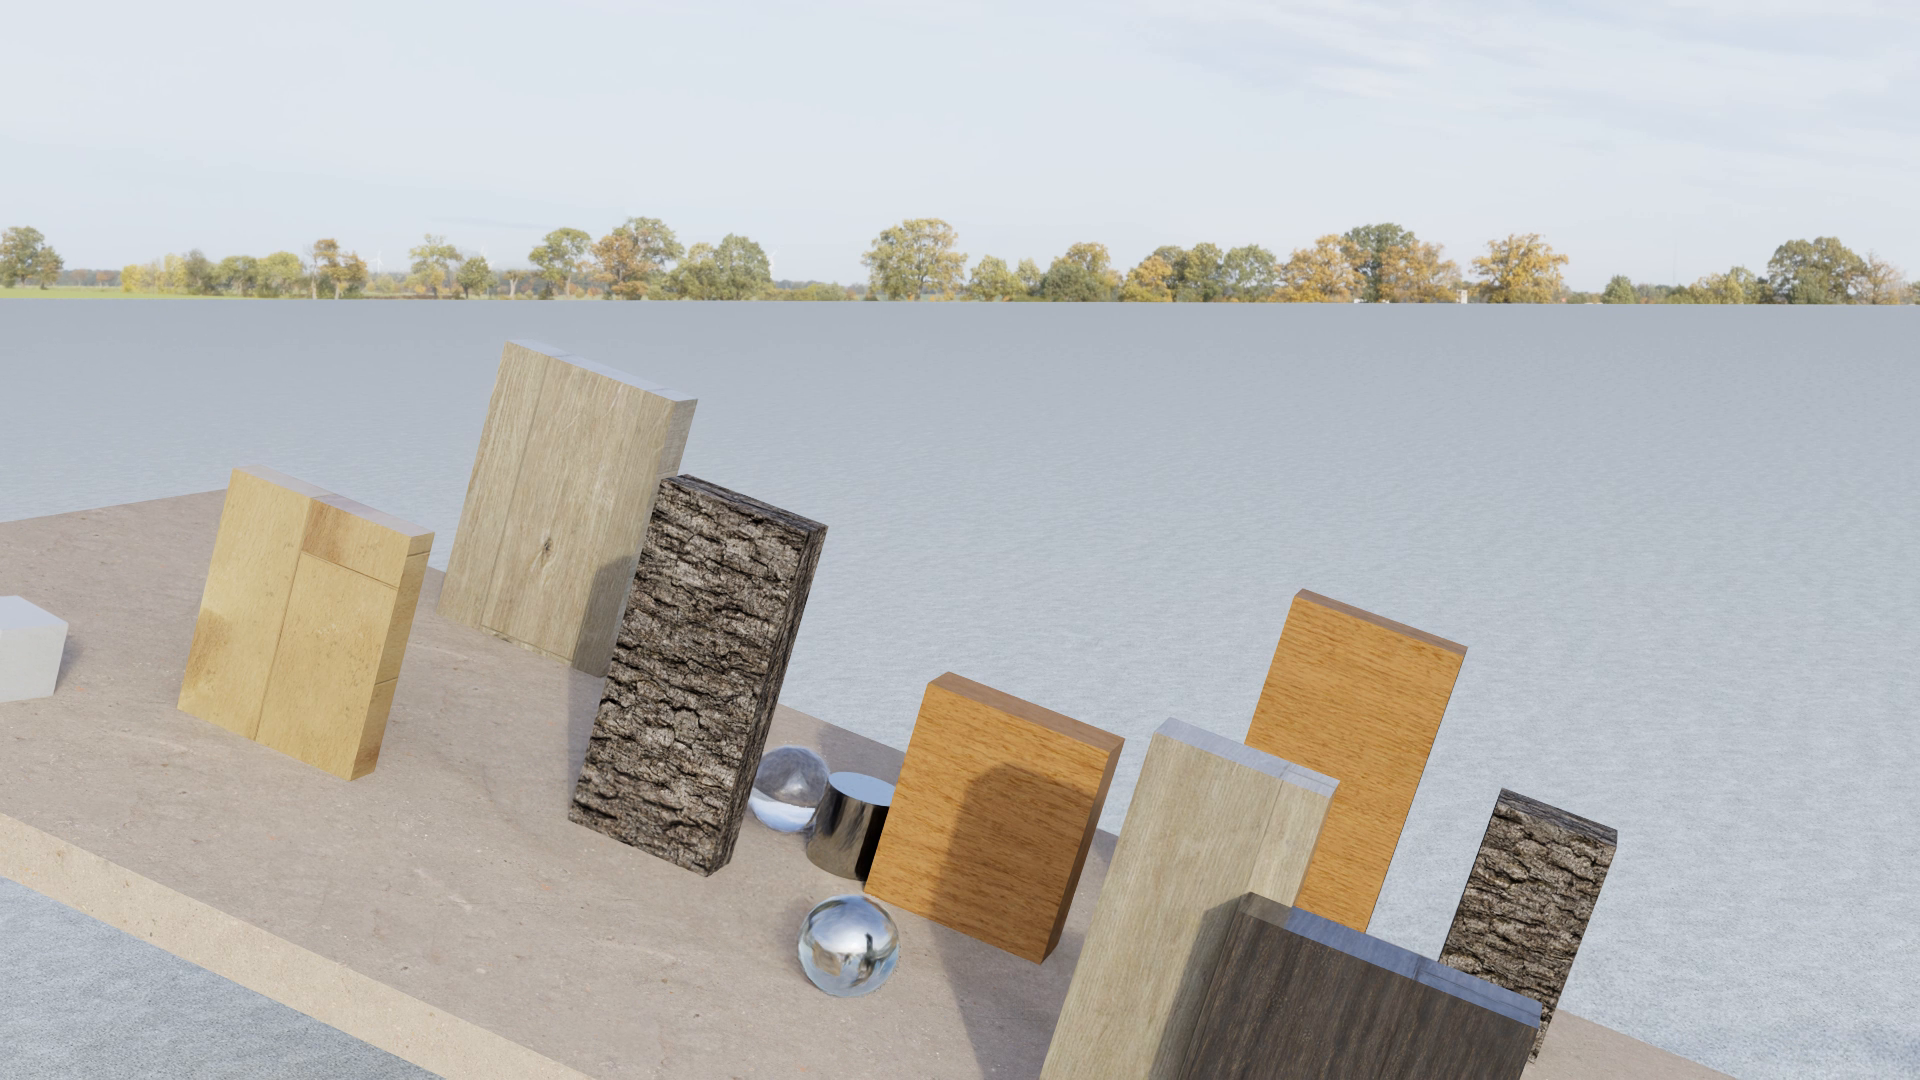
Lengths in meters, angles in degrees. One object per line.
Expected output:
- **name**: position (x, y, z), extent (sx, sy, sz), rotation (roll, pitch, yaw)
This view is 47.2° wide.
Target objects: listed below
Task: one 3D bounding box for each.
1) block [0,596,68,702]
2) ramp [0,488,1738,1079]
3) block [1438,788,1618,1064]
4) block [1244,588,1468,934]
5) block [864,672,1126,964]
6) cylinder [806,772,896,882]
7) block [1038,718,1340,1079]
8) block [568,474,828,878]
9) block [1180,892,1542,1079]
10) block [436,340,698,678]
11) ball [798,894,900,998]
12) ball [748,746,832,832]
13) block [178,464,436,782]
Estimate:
- **block**: position (-1.731, 0.197, 3.973), extent (0.142, 0.142, 0.142), rotation (23, 13, 25)
- **ramp**: position (-0.362, 0.690, 4.229), extent (4.000, 0.100, 2.000), rotation (20, 12, 14)
- **block**: position (1.138, 0.784, 4.487), extent (0.243, 0.481, 0.148), rotation (20, 12, 14)
- **block**: position (0.687, 0.527, 4.256), extent (0.332, 0.795, 0.108), rotation (20, 12, 14)
- **block**: position (0.065, 0.531, 4.234), extent (0.372, 0.440, 0.131), rotation (20, 12, 14)
- **cylinder**: position (-0.206, 0.568, 4.367), extent (0.162, 0.162, 0.162), rotation (16, 12, -3)
- **block**: position (0.325, 0.656, 3.338), extent (0.273, 0.716, 0.115), rotation (20, 12, 14)
- **block**: position (-0.494, 0.252, 4.124), extent (0.298, 0.686, 0.115), rotation (20, 12, 14)
- **block**: position (0.536, 0.847, 3.188), extent (0.439, 0.540, 0.115), rotation (20, 12, 14)
- **block**: position (-0.914, -0.076, 5.094), extent (0.441, 0.670, 0.123), rotation (20, 12, 14)
- **ball**: position (-0.190, 0.695, 3.769), extent (0.175, 0.175, 0.175), rotation (0, 7, 0)
- **ball**: position (-0.342, 0.503, 4.442), extent (0.176, 0.176, 0.176), rotation (0, 7, 0)
- **block**: position (-1.217, 0.151, 4.080), extent (0.385, 0.480, 0.082), rotation (20, 12, 14)
